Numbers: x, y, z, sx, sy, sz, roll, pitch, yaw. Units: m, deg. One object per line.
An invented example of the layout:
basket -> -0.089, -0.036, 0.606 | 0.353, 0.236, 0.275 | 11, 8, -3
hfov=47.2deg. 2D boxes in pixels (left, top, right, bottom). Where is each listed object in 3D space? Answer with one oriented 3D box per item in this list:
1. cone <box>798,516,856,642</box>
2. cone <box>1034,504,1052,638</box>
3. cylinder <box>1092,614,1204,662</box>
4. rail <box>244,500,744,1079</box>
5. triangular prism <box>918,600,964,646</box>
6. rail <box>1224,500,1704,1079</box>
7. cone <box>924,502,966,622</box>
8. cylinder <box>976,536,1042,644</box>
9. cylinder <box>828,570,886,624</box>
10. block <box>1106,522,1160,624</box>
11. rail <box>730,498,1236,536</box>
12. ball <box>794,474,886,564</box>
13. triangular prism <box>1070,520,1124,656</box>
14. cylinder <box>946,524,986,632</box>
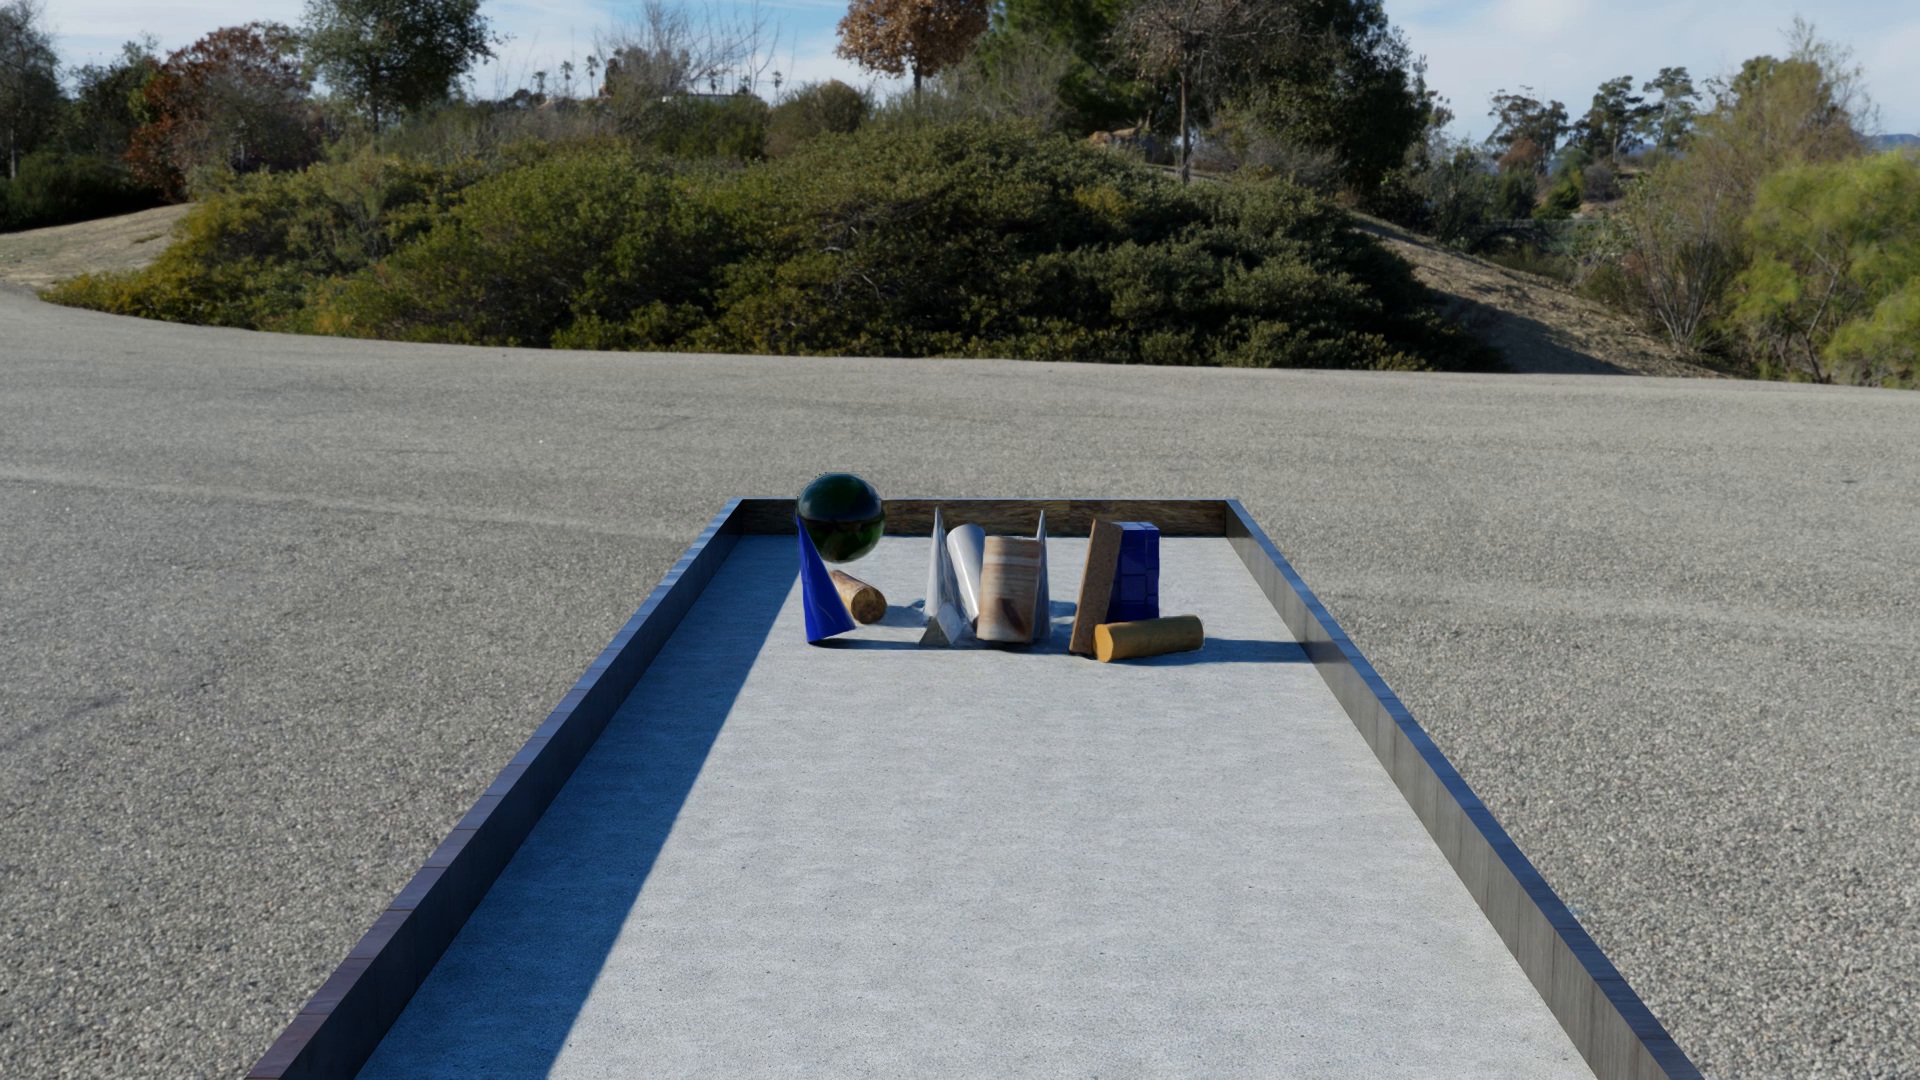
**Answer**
cone -> -0.460, 0.105, 6.946 | 0.165, 0.407, 0.165 | -16, 0, 0
cone -> 0.250, 0.094, 6.996 | 0.111, 0.431, 0.111 | 4, -1, 0
cylinder -> 0.578, 0.300, 6.755 | 0.337, 0.114, 0.114 | -5, 10, -29
rail -> -1.004, 0.839, 3.234 | 0.050, 0.150, 12.000 | 0, 9, 1
triangular prism -> -0.059, 0.264, 7.037 | 0.105, 0.091, 0.311 | 1, 9, 8
rail -> 1.046, 0.843, 3.208 | 0.050, 0.150, 12.000 | 0, 9, 1
cone -> -0.063, 0.069, 7.285 | 0.142, 0.389, 0.142 | -4, 3, 0
cylinder -> 0.154, 0.158, 6.890 | 0.179, 0.319, 0.179 | 5, -3, 0
cylinder -> -0.366, 0.191, 7.415 | 0.122, 0.122, 0.370 | -3, 10, -21
block -> 0.527, 0.139, 6.946 | 0.171, 0.371, 0.171 | -1, 9, -6
rail -> 0.099, -0.098, 9.147 | 2.100, 0.150, 0.050 | 0, 9, 1
ball -> -0.416, -0.073, 7.620 | 0.314, 0.314, 0.314 | 0, 9, 0
triangular prism -> 0.400, 0.146, 6.790 | 0.107, 0.407, 0.093 | 14, -6, -28
cylinder -> 0.060, 0.127, 7.147 | 0.132, 0.132, 0.365 | -3, 48, -16
